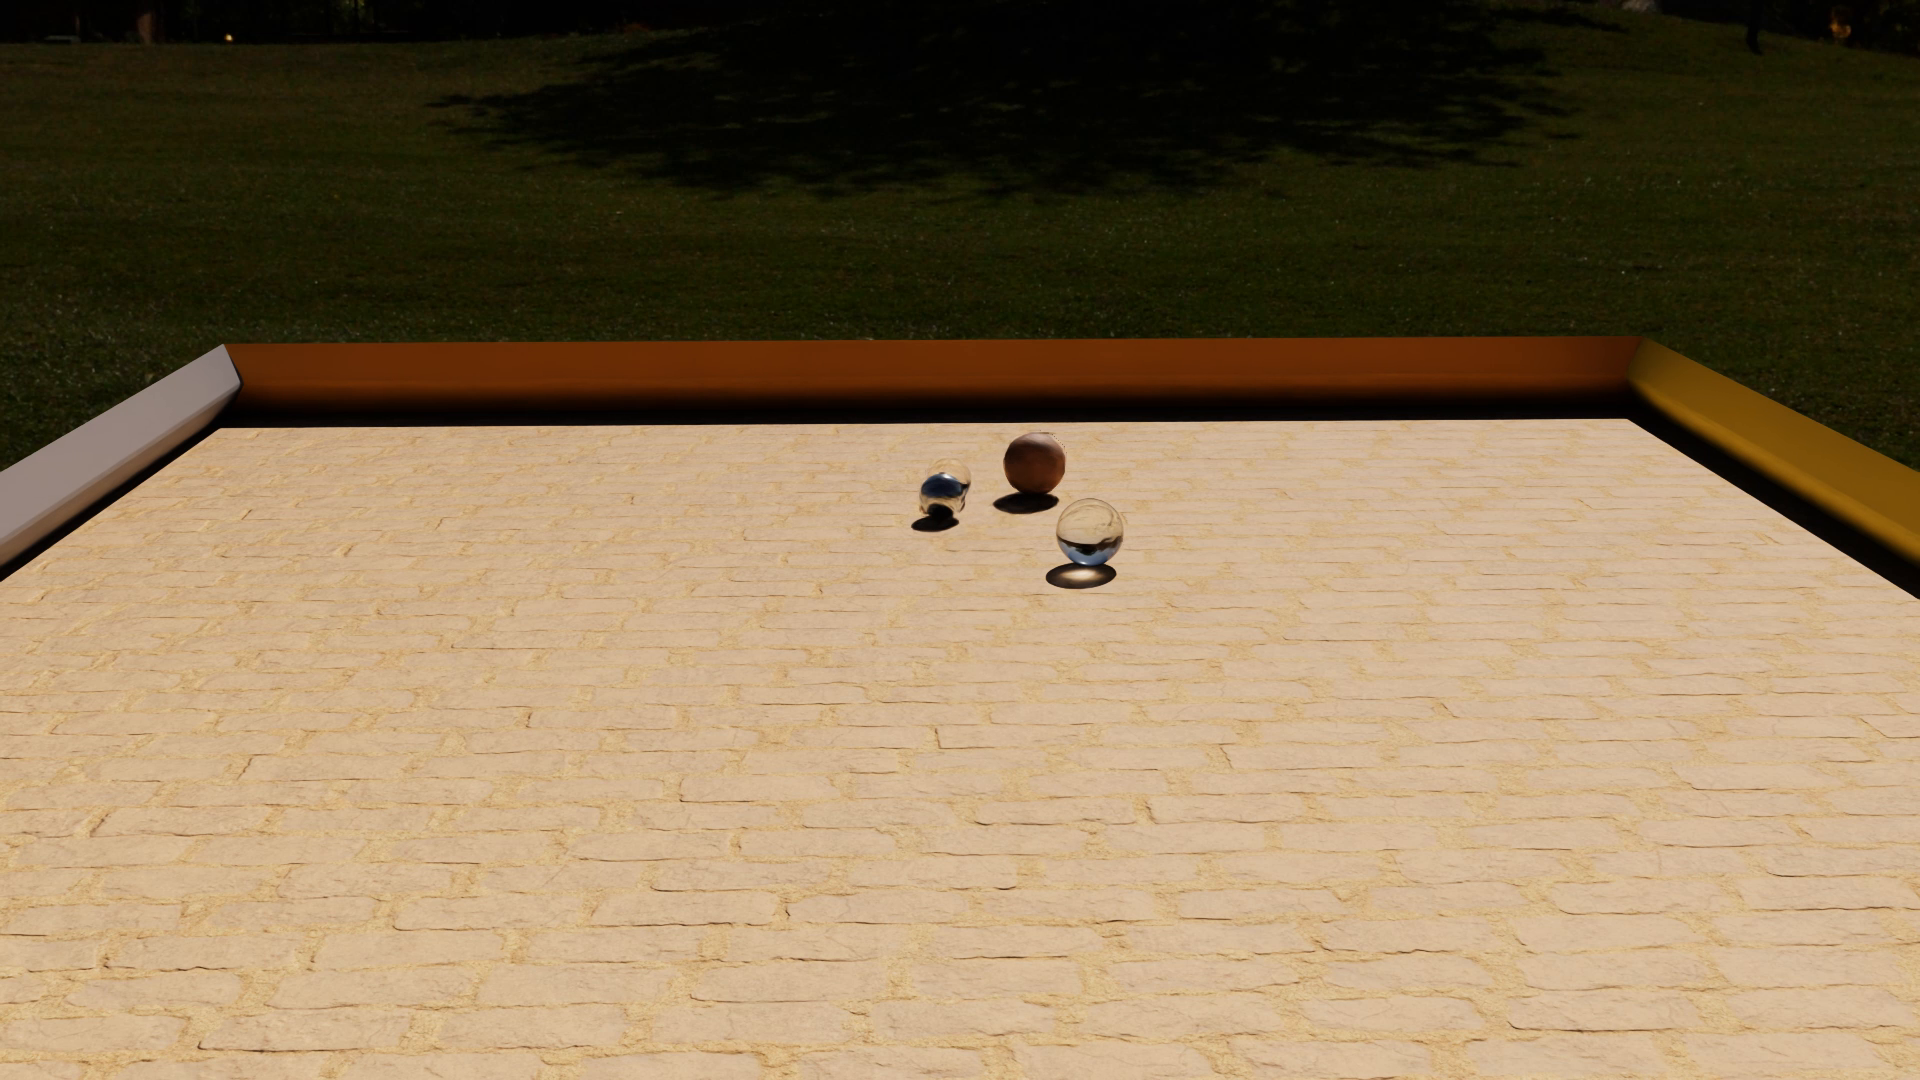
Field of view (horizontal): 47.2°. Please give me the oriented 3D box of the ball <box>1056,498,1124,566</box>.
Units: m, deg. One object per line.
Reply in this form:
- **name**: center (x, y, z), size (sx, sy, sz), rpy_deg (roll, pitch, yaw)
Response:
- **ball**: center (0.175, -0.010, 2.969), size (0.092, 0.092, 0.092), rpy_deg (0, 15, 0)

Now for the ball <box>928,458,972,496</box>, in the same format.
- **ball**: center (-0.016, -0.091, 3.322), size (0.067, 0.067, 0.067), rpy_deg (0, 15, 0)

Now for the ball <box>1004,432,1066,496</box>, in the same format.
- **ball**: center (0.114, -0.116, 3.363), size (0.096, 0.096, 0.096), rpy_deg (0, 15, 0)

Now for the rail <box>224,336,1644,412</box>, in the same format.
- **rail**: center (-0.035, -0.297, 3.989), size (2.585, 0.125, 0.045), rpy_deg (0, 15, -2)

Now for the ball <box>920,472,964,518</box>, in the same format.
- **ball**: center (-0.026, -0.065, 3.227), size (0.067, 0.067, 0.067), rpy_deg (0, 15, 0)

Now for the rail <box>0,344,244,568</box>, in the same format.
- **rail**: center (-1.233, 0.264, 1.860), size (0.045, 0.125, 4.371), rpy_deg (0, 15, -2)

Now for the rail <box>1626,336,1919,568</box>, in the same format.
- **rail**: center (1.304, 0.243, 1.939), size (0.045, 0.125, 4.371), rpy_deg (0, 15, -2)
